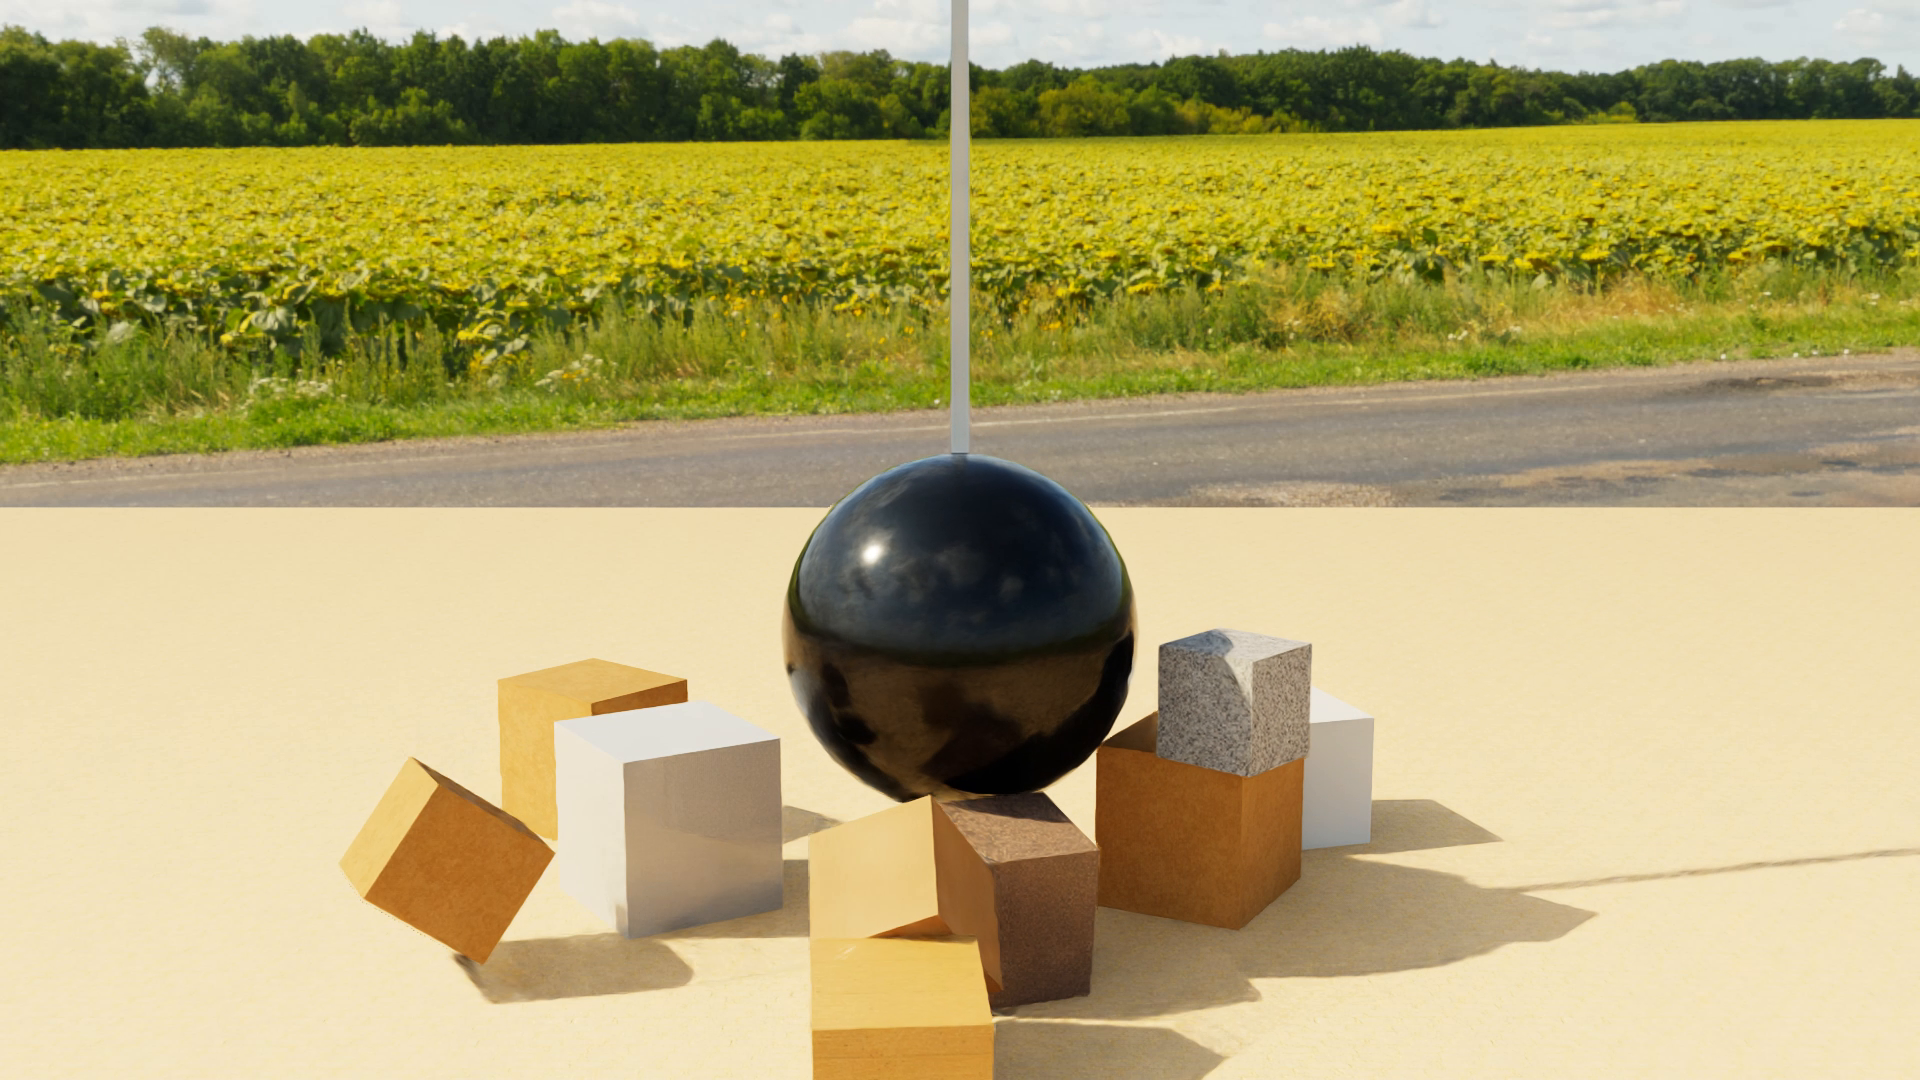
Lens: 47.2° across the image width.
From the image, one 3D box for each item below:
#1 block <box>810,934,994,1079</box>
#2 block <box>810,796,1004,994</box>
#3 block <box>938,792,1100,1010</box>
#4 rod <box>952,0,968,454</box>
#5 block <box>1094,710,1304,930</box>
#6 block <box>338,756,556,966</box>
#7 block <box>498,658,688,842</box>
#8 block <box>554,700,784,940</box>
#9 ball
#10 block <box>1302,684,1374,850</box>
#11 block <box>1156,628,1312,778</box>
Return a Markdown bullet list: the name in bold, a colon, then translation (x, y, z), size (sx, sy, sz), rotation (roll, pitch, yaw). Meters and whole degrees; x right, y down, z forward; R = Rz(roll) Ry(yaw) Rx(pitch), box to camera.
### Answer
- **block**: translation (-0.218, 1.820, 7.726), size (0.603, 0.599, 0.697), rotation (-1, 15, -4)
- **block**: translation (-0.208, 1.414, 8.348), size (0.516, 0.573, 0.540), rotation (-20, 44, 15)
- **block**: translation (0.161, 1.508, 9.210), size (0.614, 0.663, 0.604), rotation (-4, 19, -20)
- **rod**: translation (0.000, -2.979, 10.009), size (0.080, 5.200, 0.080), rotation (0, -3, 0)
- **block**: translation (1.133, 1.285, 10.344), size (0.716, 0.771, 0.817), rotation (5, 12, 28)
- **block**: translation (-2.189, 1.357, 9.366), size (0.592, 0.548, 0.598), rotation (36, -9, -24)
- **block**: translation (-1.889, 1.098, 11.368), size (0.737, 0.773, 0.640), rotation (9, 13, 40)
- **block**: translation (-1.361, 1.279, 10.246), size (0.773, 0.817, 0.818), rotation (-6, 12, -31)
- **ball**: translation (0.000, 0.414, 9.803), size (1.600, 1.600, 1.600), rotation (0, 10, 0)
- **block**: translation (1.617, 1.166, 11.324), size (0.722, 0.655, 0.758), rotation (-3, 11, -17)
- **block**: translation (1.229, 0.718, 9.858), size (0.499, 0.517, 0.479), rotation (9, 13, 40)
